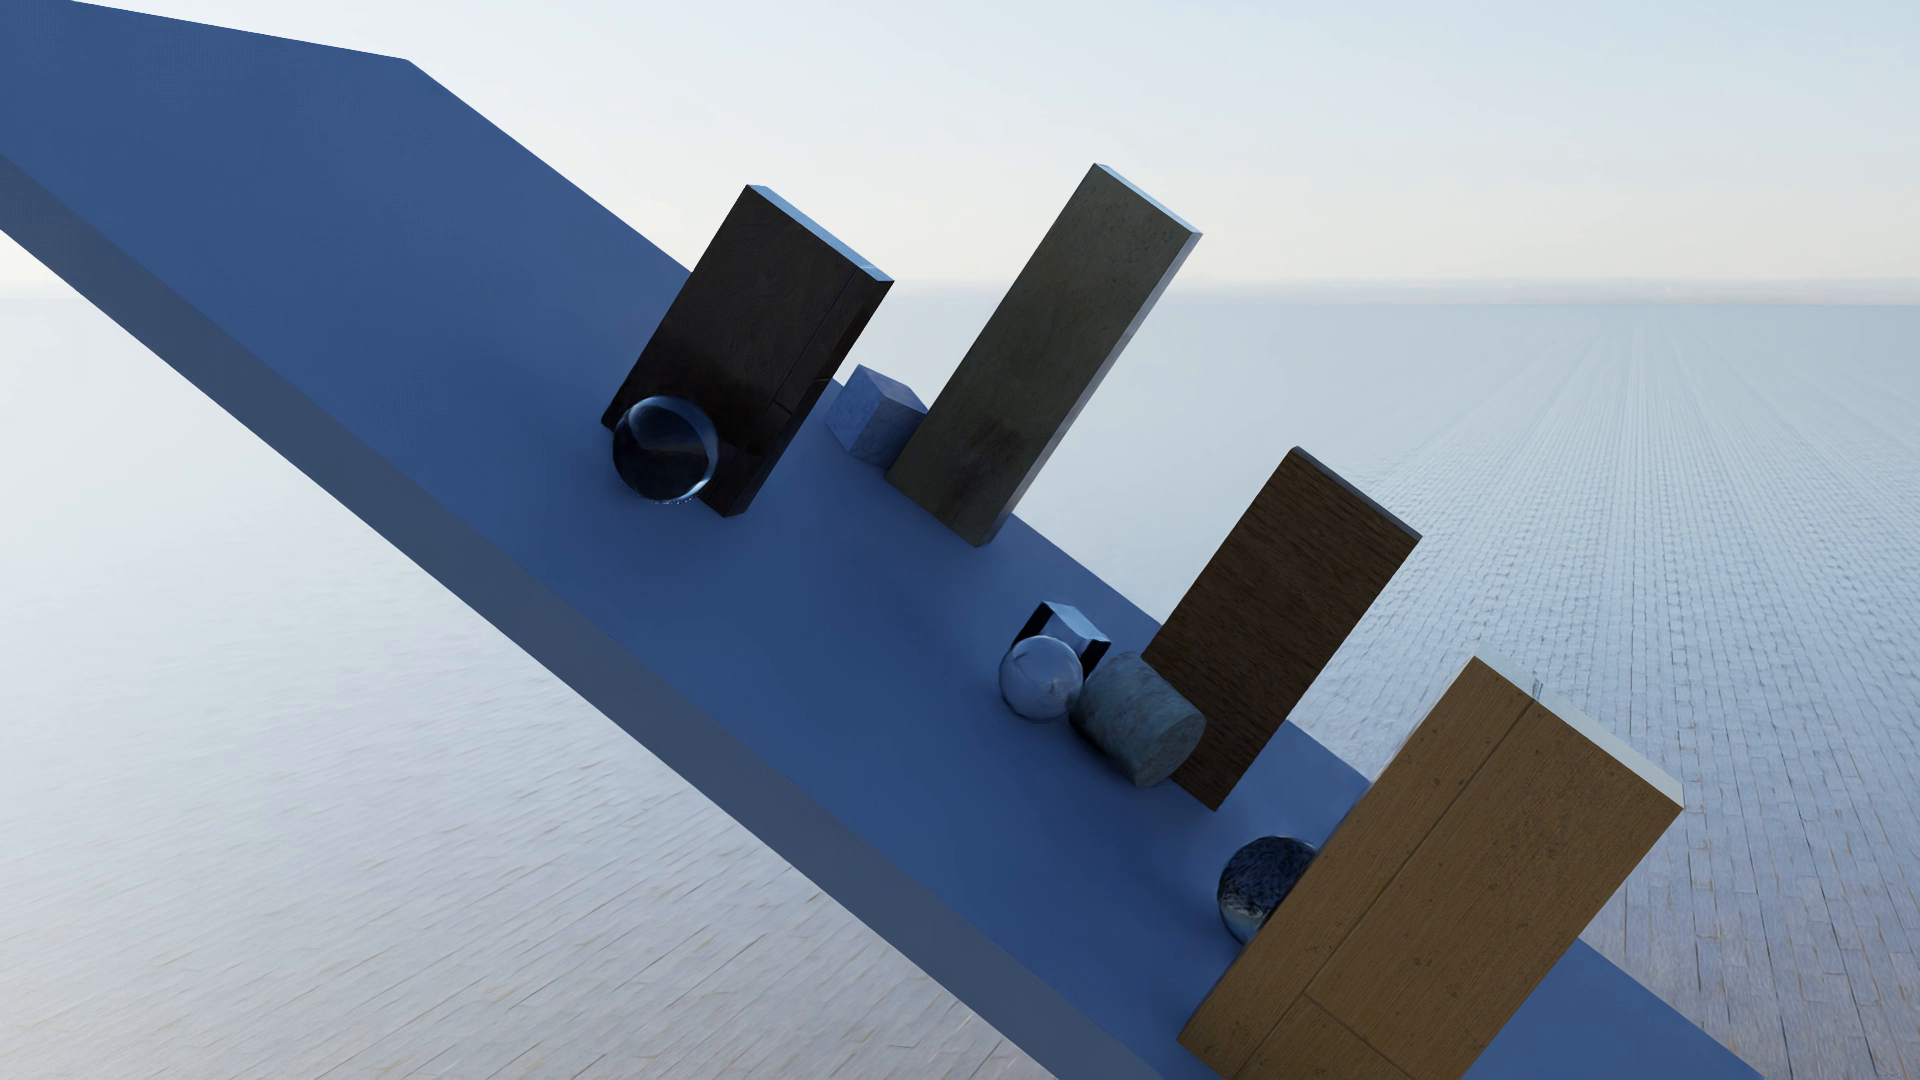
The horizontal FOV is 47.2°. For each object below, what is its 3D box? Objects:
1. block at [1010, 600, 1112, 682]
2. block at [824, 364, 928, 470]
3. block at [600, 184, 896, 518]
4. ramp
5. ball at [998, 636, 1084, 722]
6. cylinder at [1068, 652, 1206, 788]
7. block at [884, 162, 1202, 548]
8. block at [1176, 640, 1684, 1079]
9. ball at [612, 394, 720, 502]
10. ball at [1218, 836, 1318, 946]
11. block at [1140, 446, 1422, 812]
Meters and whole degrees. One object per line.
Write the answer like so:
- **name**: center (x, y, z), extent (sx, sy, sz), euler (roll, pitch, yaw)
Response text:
- **block**: center (0.192, 0.200, 4.182), extent (0.114, 0.114, 0.114), euler (44, 18, 30)
- **block**: center (-0.175, -0.262, 4.759), extent (0.147, 0.147, 0.147), euler (22, 20, -38)
- **block**: center (-0.377, -0.331, 3.870), extent (0.290, 0.505, 0.092), euler (37, 16, 10)
- **ramp**: center (-0.096, 0.170, 4.085), extent (4.000, 0.100, 2.000), euler (37, 16, 10)
- **ball**: center (0.142, 0.244, 3.878), extent (0.152, 0.152, 0.152), euler (0, 7, 0)
- **cylinder**: center (0.319, 0.324, 3.958), extent (0.175, 0.175, 0.175), euler (43, 30, 28)
- **block**: center (0.170, -0.381, 4.597), extent (0.249, 0.797, 0.121), euler (37, 16, 10)
- **block**: center (0.645, 0.520, 3.053), extent (0.331, 0.695, 0.140), euler (37, 16, 10)
- **ball**: center (-0.496, -0.155, 3.709), extent (0.181, 0.181, 0.181), euler (0, 7, 0)
- **ball**: center (0.516, 0.577, 3.556), extent (0.198, 0.198, 0.198), euler (0, 7, 0)
- **block**: center (0.544, 0.165, 4.042), extent (0.280, 0.629, 0.084), euler (37, 16, 10)
